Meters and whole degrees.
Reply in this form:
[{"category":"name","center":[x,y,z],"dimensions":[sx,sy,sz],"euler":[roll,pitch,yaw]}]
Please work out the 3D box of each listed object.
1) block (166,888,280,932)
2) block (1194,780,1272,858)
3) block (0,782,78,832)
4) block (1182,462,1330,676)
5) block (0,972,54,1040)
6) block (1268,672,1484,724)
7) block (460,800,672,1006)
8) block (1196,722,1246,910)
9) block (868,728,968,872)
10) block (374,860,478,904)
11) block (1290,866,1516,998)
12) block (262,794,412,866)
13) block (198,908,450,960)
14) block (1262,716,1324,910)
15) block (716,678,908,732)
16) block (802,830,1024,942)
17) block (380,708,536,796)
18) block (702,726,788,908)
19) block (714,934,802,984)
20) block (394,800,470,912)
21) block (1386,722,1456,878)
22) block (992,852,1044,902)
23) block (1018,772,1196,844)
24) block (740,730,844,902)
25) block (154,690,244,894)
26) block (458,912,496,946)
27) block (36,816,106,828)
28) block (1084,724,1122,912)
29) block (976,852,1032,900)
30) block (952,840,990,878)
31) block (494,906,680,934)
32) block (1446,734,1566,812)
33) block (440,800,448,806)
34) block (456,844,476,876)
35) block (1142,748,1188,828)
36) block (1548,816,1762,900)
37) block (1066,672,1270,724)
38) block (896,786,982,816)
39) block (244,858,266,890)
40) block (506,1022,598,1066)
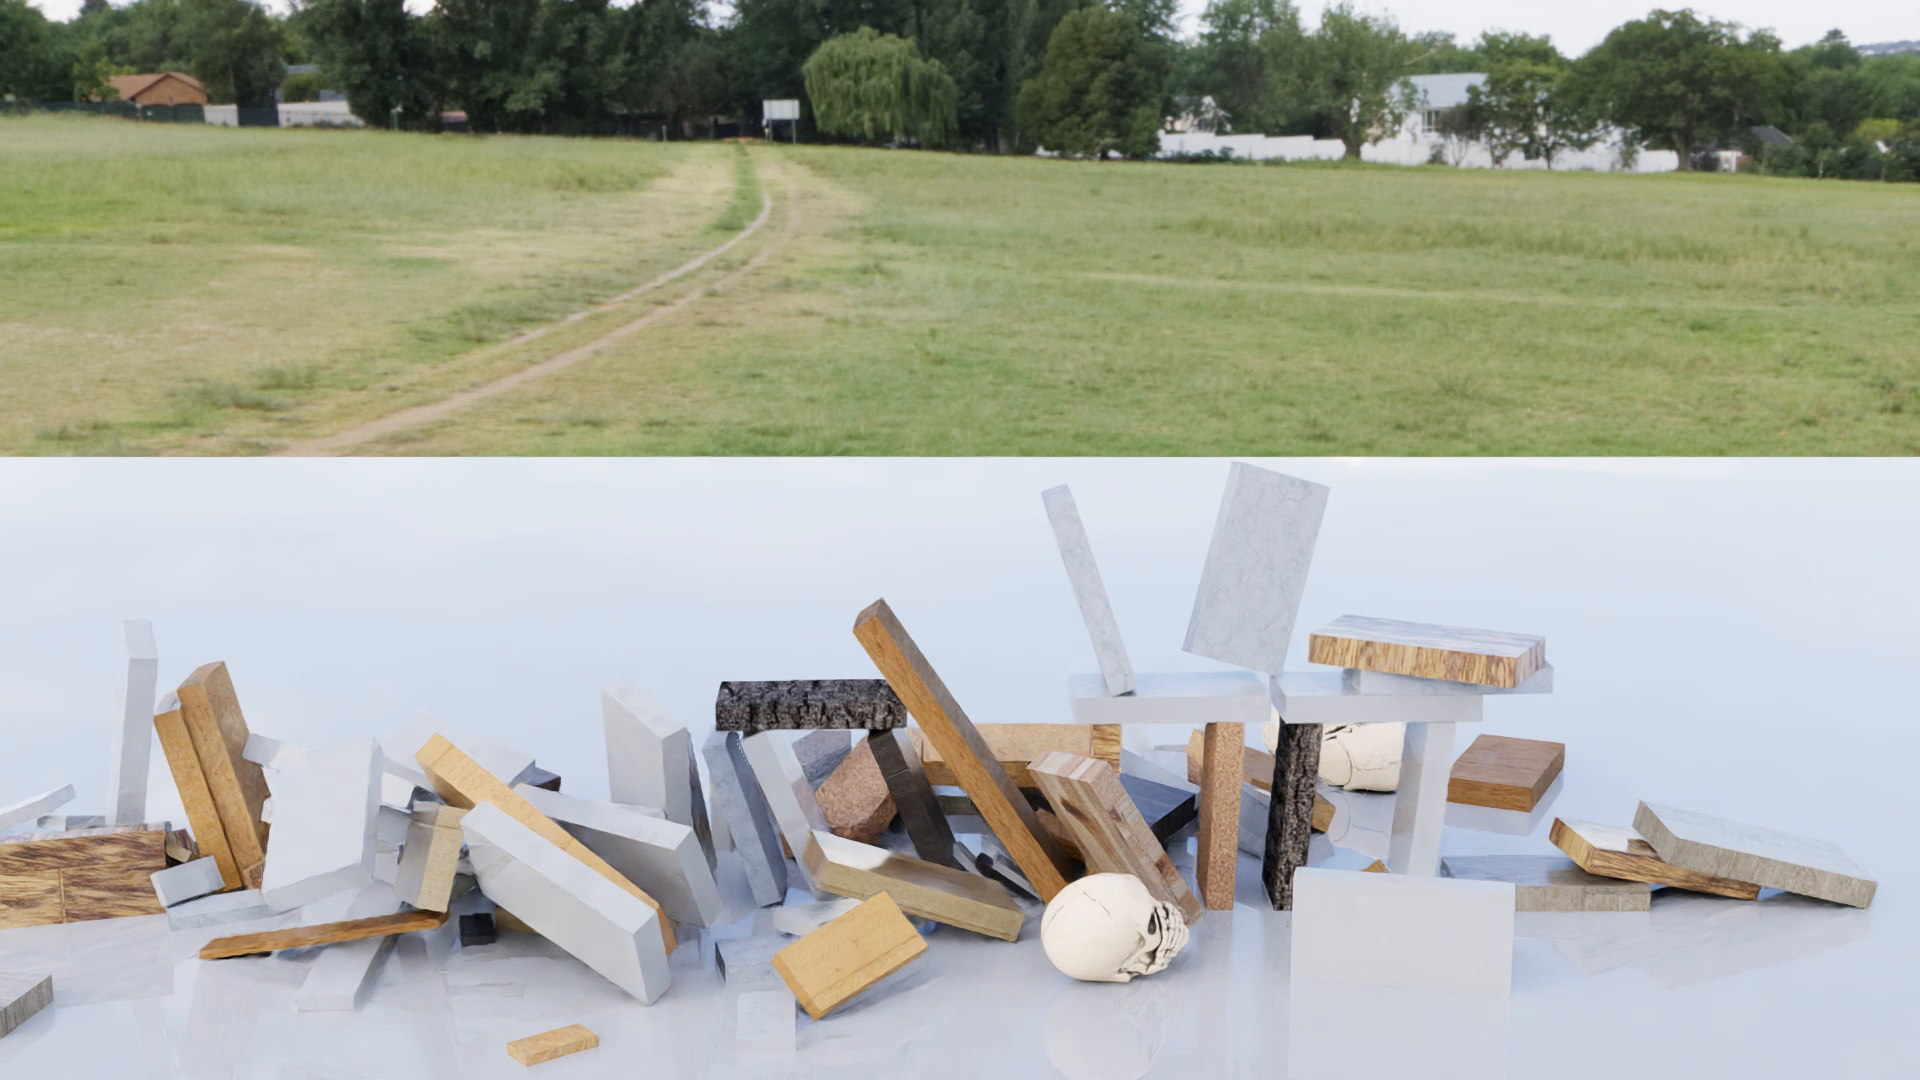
[{"category":"block","center":[-1.195,0.598,3.563],"dimensions":[0.165,0.023,0.082],"euler":[-5,12,-26]},{"category":"block","center":[0.501,0.488,3.918],"dimensions":[0.030,0.106,0.212],"euler":[12,4,-30]},{"category":"block","center":[-1.690,0.492,3.927],"dimensions":[0.196,0.028,0.098],"euler":[-20,7,10]},{"category":"block","center":[0.487,0.047,3.615],"dimensions":[0.161,0.322,0.046],"euler":[15,0,-14]},{"category":"block","center":[-1.476,0.664,3.162],"dimensions":[0.283,0.040,0.142],"euler":[1,11,7]},{"category":"block","center":[0.677,0.256,3.597],"dimensions":[0.317,0.045,0.158],"euler":[0,11,-2]},{"category":"block","center":[-0.579,0.531,3.228],"dimensions":[0.350,0.175,0.050],"euler":[27,51,27]},{"category":"block","center":[0.430,0.435,3.639],"dimensions":[0.044,0.314,0.157],"euler":[2,11,0]},{"category":"block","center":[-0.068,0.442,3.644],"dimensions":[0.044,0.309,0.154],"euler":[-23,9,5]},{"category":"block","center":[-0.937,0.531,3.677],"dimensions":[0.248,0.035,0.124],"euler":[21,14,11]},{"category":"block","center":[0.657,0.582,3.273],"dimensions":[0.320,0.160,0.045],"euler":[2,11,13]},{"category":"block","center":[-1.016,0.467,3.655],"dimensions":[0.247,0.035,0.124],"euler":[16,14,10]},{"category":"block","center":[-0.975,0.604,3.375],"dimensions":[0.385,0.015,0.051],"euler":[-9,10,7]},{"category":"block","center":[0.548,0.434,3.636],"dimensions":[0.045,0.317,0.158],"euler":[5,11,0]},{"category":"block","center":[-0.243,0.271,3.623],"dimensions":[0.309,0.044,0.154],"euler":[-1,11,-2]},{"category":"block","center":[-0.076,0.546,3.478],"dimensions":[0.329,0.047,0.165],"euler":[18,5,-15]},{"category":"block","center":[-0.840,0.369,3.651],"dimensions":[0.244,0.035,0.122],"euler":[20,41,23]},{"category":"block","center":[-0.355,0.452,3.646],"dimensions":[0.040,0.282,0.141],"euler":[-18,10,3]},{"category":"block","center":[-0.258,0.633,3.353],"dimensions":[0.215,0.030,0.108],"euler":[-3,11,-14]},{"category":"block","center":[-0.825,0.488,3.421],"dimensions":[0.044,0.155,0.310],"euler":[14,-10,-19]},{"category":"block","center":[0.761,0.434,3.636],"dimensions":[0.045,0.317,0.158],"euler":[5,11,-1]},{"category":"block","center":[0.100,0.558,3.650],"dimensions":[0.102,0.014,0.051],"euler":[34,9,-5]},{"category":"block","center":[0.225,0.462,3.934],"dimensions":[0.347,0.049,0.174],"euler":[13,21,31]},{"category":"block","center":[-0.272,0.442,3.643],"dimensions":[0.044,0.309,0.154],"euler":[-24,10,4]},{"category":"block","center":[-1.276,0.419,3.710],"dimensions":[0.045,0.320,0.160],"euler":[-17,13,-8]},{"category":"block","center":[-0.765,0.617,3.484],"dimensions":[0.051,0.015,0.103],"euler":[-3,11,-15]},{"category":"block","center":[-1.570,0.504,3.939],"dimensions":[0.072,0.020,0.143],"euler":[-5,-9,25]},{"category":"block","center":[0.235,0.436,3.634],"dimensions":[0.044,0.314,0.157],"euler":[2,11,1]},{"category":"block","center":[0.073,0.558,3.656],"dimensions":[0.102,0.014,0.051],"euler":[32,10,-4]},{"category":"block","center":[0.027,0.548,3.660],"dimensions":[0.014,0.102,0.051],"euler":[-41,7,7]},{"category":"block","center":[-0.590,0.596,3.531],"dimensions":[0.274,0.039,0.137],"euler":[3,11,13]},{"category":"block","center":[1.061,0.451,4.286],"dimensions":[0.168,0.048,0.337],"euler":[5,12,25]},{"category":"block","center":[-0.710,0.468,3.678],"dimensions":[0.282,0.040,0.141],"euler":[13,12,13]},{"category":"block","center":[-0.707,0.546,3.693],"dimensions":[0.248,0.035,0.124],"euler":[11,12,5]},{"category":"block","center":[0.379,0.459,4.063],"dimensions":[0.082,0.023,0.165],"euler":[6,43,-1]},{"category":"block","center":[1.160,0.531,3.671],"dimensions":[0.309,0.044,0.154],"euler":[11,10,-12]},{"category":"block","center":[0.339,0.258,3.606],"dimensions":[0.314,0.044,0.157],"euler":[-1,11,-3]},{"category":"block","center":[-0.002,0.482,4.150],"dimensions":[0.259,0.037,0.130],"euler":[0,11,2]},{"category":"block","center":[-1.147,0.553,3.676],"dimensions":[0.015,0.051,0.103],"euler":[1,19,34]},{"category":"block","center":[-0.563,0.698,3.043],"dimensions":[0.112,0.016,0.056],"euler":[-8,13,-38]}]
